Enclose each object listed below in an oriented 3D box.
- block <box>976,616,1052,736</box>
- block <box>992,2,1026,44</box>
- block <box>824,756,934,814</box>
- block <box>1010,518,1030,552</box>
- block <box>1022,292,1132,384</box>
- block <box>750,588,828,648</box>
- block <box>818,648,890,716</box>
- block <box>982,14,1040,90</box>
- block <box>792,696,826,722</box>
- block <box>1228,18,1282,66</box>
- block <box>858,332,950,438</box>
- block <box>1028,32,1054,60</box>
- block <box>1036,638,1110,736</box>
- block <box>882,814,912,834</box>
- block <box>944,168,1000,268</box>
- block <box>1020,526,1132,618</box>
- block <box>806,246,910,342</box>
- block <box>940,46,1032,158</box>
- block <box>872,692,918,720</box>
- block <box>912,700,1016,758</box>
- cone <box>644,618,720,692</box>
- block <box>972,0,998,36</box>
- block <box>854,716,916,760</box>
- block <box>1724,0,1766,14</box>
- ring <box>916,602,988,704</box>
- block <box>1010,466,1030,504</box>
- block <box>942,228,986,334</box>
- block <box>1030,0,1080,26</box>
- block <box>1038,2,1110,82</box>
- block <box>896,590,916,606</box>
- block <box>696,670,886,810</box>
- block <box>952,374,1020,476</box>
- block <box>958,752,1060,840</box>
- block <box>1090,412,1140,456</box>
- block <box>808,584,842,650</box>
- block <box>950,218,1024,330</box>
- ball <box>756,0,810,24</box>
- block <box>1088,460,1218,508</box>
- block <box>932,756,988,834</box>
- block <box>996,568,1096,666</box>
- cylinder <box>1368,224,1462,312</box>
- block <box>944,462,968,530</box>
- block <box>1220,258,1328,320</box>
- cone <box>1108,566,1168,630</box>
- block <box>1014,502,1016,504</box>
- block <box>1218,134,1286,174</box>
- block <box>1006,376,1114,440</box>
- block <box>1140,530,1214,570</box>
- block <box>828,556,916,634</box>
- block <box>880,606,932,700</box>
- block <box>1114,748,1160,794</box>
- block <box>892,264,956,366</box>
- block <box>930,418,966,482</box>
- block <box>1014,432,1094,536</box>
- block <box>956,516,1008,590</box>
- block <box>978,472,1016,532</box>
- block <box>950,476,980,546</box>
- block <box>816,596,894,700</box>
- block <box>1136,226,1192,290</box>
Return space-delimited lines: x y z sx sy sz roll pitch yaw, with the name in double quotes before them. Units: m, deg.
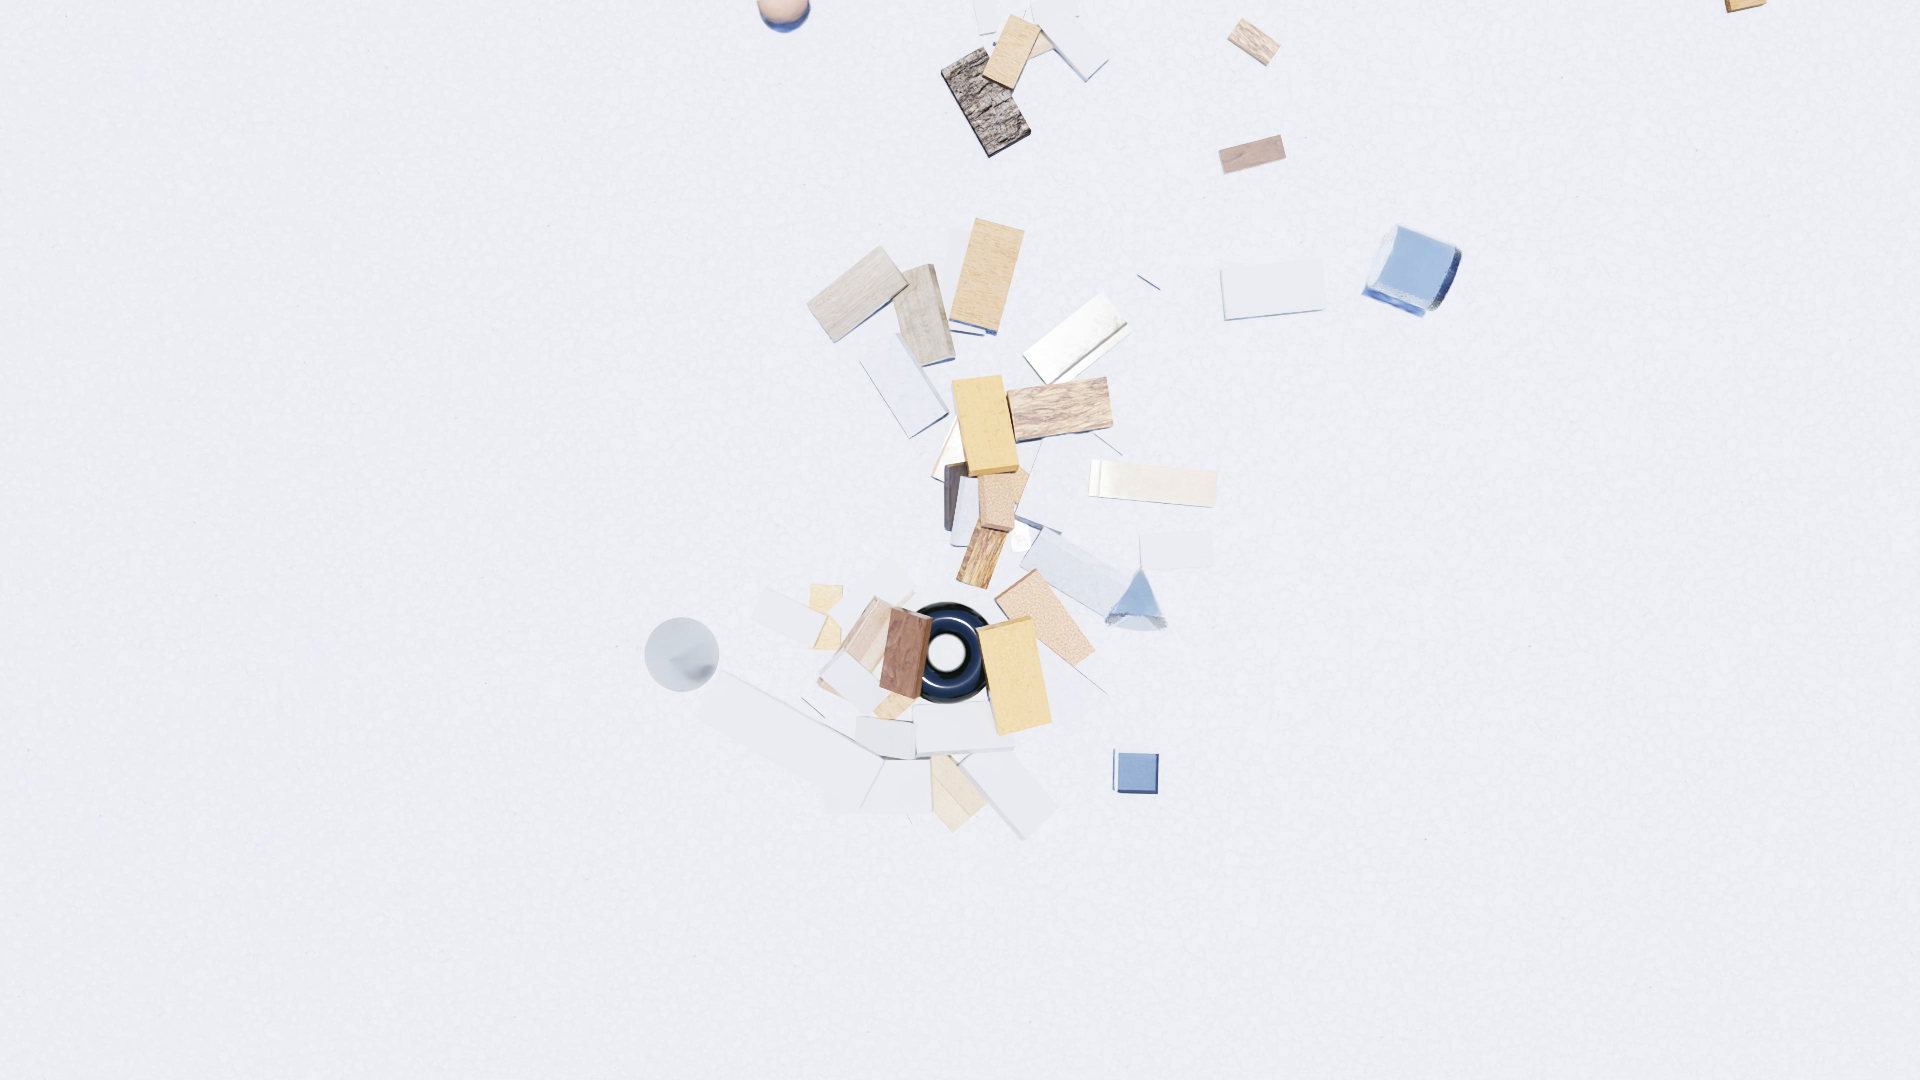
"block" 0.175 0.440 5.342 0.179 0.051 0.358 -13 104 -8
"block" 0.164 -1.706 5.469 0.070 0.020 0.140 19 89 1
"block" -0.270 0.809 5.441 0.358 0.051 0.179 -2 96 8
"block" 0.197 -0.026 5.491 0.065 0.018 0.130 -8 90 0
"block" 0.391 -0.654 5.476 0.333 0.047 0.167 -38 90 0
"block" -0.564 0.257 5.463 0.232 0.033 0.116 24 94 9
"block" -0.346 0.468 5.422 0.116 0.033 0.232 -44 119 1
"block" 0.170 -1.608 5.440 0.111 0.031 0.222 25 89 -1
"block" -0.559 0.638 5.485 0.108 0.030 0.215 41 90 0
"block" 0.979 -1.657 5.489 0.160 0.023 0.080 35 90 0
"block" -0.184 -0.511 5.450 0.156 0.044 0.311 -33 90 22
"block" 0.255 -1.656 5.489 0.160 0.023 0.080 -23 90 0
"block" 0.284 0.454 5.417 0.414 0.048 0.168 39 92 -16
"block" -0.225 0.899 5.490 0.074 0.021 0.148 -26 90 0
"block" 0.043 -1.065 5.477 0.162 0.046 0.324 4 90 0
"block" 0.379 0.106 5.423 0.336 0.168 0.048 31 45 0
"block" -0.337 -0.812 5.442 0.311 0.044 0.156 -36 90 14
"block" 0.087 -1.454 5.477 0.162 0.046 0.324 -30 90 0
"block" -0.213 0.544 5.490 0.148 0.021 0.074 -42 90 0
"block" 0.010 0.619 5.422 0.325 0.046 0.162 -3 64 -8
"cone" -0.927 0.382 5.375 0.250 0.250 0.250 0 90 0
"block" 0.087 -1.756 5.490 0.070 0.020 0.140 -11 90 0
"block" -0.246 0.648 5.417 0.232 0.033 0.116 3 90 37
"block" 2.592 -1.886 5.483 0.119 0.034 0.238 -12 90 0
"ring" -0.044 0.372 5.444 0.343 0.114 0.343 0 89 1
"block" 0.222 -0.157 5.472 0.191 0.027 0.095 43 97 6
"block" 0.026 -0.853 5.442 0.162 0.046 0.324 8 102 -1
"block" 0.315 -1.765 5.489 0.151 0.021 0.076 -12 90 0
"block" 0.377 -1.650 5.466 0.111 0.031 0.237 -44 97 -5
"block" -0.261 0.210 5.485 0.215 0.030 0.108 -43 90 0
"block" -0.557 0.654 5.426 0.623 0.051 0.179 28 90 9
"block" 0.082 -0.377 5.409 0.165 0.047 0.330 -8 69 -8
"block" 0.159 0.815 5.444 0.162 0.046 0.325 -41 90 -26
"block" 0.496 -0.377 5.486 0.191 0.027 0.095 37 90 0
"block" -0.448 0.257 5.485 0.108 0.030 0.215 2 90 0
"block" 0.087 -0.868 5.390 0.167 0.047 0.333 15 102 -2
"ball" -0.582 -1.784 5.412 0.175 0.175 0.175 0 90 0
"block" 0.641 -0.187 5.483 0.419 0.034 0.119 5 90 0
"block" -0.071 0.793 5.465 0.162 0.046 0.325 -42 90 8
"block" 0.281 0.279 5.449 0.168 0.048 0.336 -36 99 0
"cylinder" 1.484 -0.888 5.390 0.221 0.221 0.221 21 90 0
"block" 0.002 -0.148 5.428 0.107 0.030 0.214 -11 110 -33
"block" 1.040 -0.832 5.476 0.333 0.047 0.167 -6 90 0
"cone" 0.591 0.178 5.435 0.198 0.198 0.198 6 73 0
"block" 0.112 -0.112 5.476 0.130 0.018 0.065 19 100 9
"block" 0.972 -1.283 5.489 0.211 0.023 0.080 -14 90 0
"block" 0.329 -0.432 5.426 0.330 0.047 0.165 -9 91 -7
"block" 0.719 0.034 5.483 0.238 0.034 0.119 -3 90 0
"block" -0.291 0.195 5.450 0.273 0.039 0.136 -42 90 0
"block" -0.177 0.367 5.374 0.136 0.039 0.273 17 105 29
"block" 0.580 0.760 5.433 0.133 0.133 0.133 1 90 0
"block" -0.126 -0.739 5.445 0.156 0.044 0.311 -14 90 27
"block" -0.006 -0.291 5.454 0.107 0.030 0.214 23 90 0
"block" 0.311 -0.199 5.436 0.165 0.047 0.330 21 75 0
"block" 0.077 0.041 5.452 0.113 0.032 0.226 20 91 -37
"block" 0.118 -0.147 5.393 0.113 0.032 0.226 10 66 -33
"block" 0.040 -0.094 5.430 0.113 0.032 0.226 2 102 -36
"block" -0.319 0.361 5.429 0.136 0.039 0.350 30 98 -28
"block" 0.680 -0.937 5.486 0.095 0.027 0.191 33 90 0
